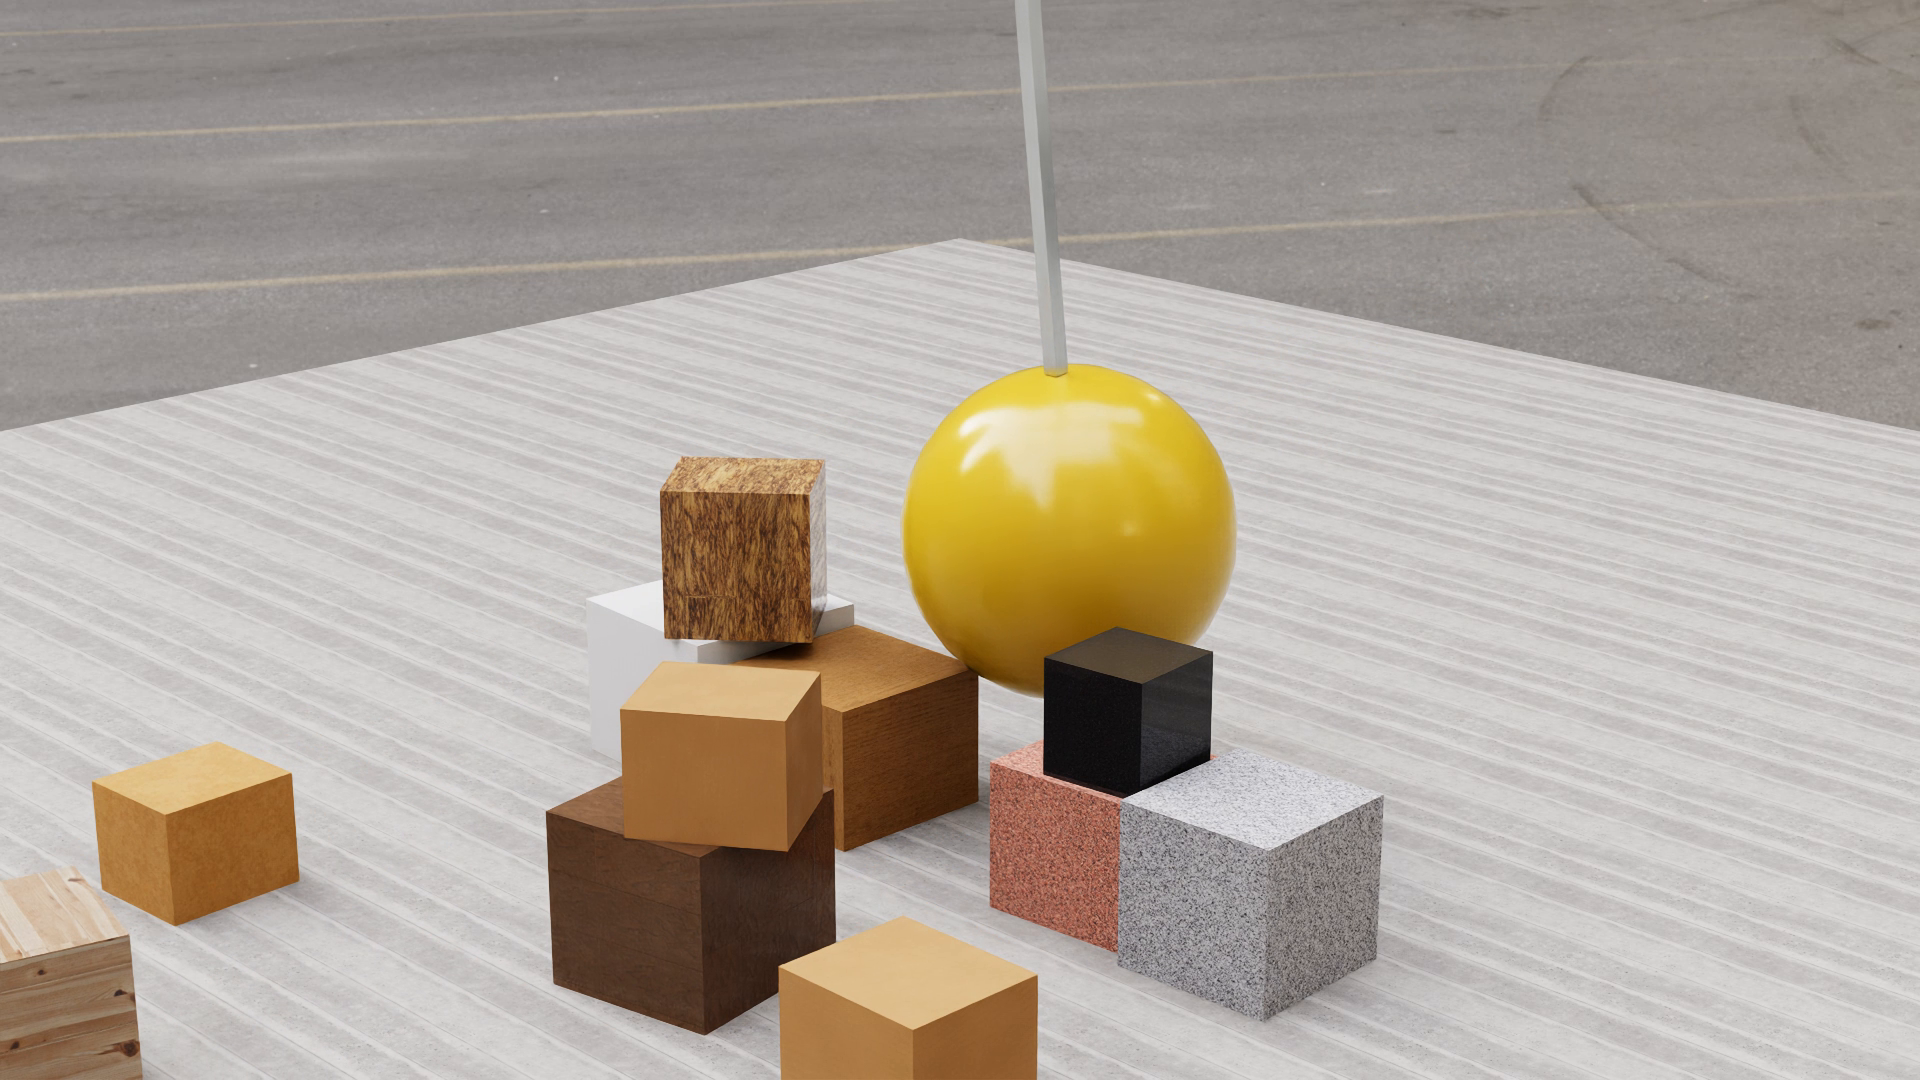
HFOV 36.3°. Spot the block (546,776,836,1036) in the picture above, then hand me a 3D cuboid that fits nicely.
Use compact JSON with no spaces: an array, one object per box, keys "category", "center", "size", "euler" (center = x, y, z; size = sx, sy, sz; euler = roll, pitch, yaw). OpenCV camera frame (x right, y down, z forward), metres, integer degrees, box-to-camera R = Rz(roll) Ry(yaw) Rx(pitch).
[{"category":"block","center":[-1.124,1.462,12.380],"size":[0.828,0.788,0.883],"euler":[12,21,33]}]

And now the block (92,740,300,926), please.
[{"category":"block","center":[-3.454,1.318,13.265],"size":[0.583,0.532,0.662],"euler":[15,23,40]}]

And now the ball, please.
[{"category":"ball","center":[0.514,-0.036,13.869],"size":[1.600,1.600,1.600],"euler":[0,17,0]}]

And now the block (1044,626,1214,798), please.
[{"category":"block","center":[0.729,0.752,12.723],"size":[0.520,0.543,0.522],"euler":[14,22,37]}]

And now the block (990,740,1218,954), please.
[{"category":"block","center":[0.664,1.306,13.027],"size":[0.785,0.697,0.717],"euler":[15,23,39]}]

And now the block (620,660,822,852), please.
[{"category":"block","center":[-0.967,0.876,11.999],"size":[0.682,0.558,0.579],"euler":[4,18,11]}]

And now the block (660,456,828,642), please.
[{"category":"block","center":[-1.044,0.040,14.288],"size":[0.716,0.743,0.605],"euler":[1,17,4]}]

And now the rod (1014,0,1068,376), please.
[{"category":"rod","center":[0.223,-3.168,12.579],"size":[0.080,5.200,0.080],"euler":[17,31,42]}]

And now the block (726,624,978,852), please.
[{"category":"block","center":[-0.529,0.940,14.189],"size":[0.883,0.697,0.867],"euler":[-16,24,-42]}]

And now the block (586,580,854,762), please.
[{"category":"block","center":[-1.204,0.691,14.802],"size":[0.968,0.806,0.945],"euler":[-15,23,-39]}]

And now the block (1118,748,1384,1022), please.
[{"category":"block","center":[1.232,1.448,12.466],"size":[0.777,0.763,0.806],"euler":[15,23,40]}]

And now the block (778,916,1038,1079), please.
[{"category":"block","center":[-0.194,1.934,11.039],"size":[0.644,0.691,0.728],"euler":[-16,24,-42]}]

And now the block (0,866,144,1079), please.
[{"category":"block","center":[-3.651,1.806,11.376],"size":[0.704,0.733,0.753],"euler":[-10,20,-30]}]
